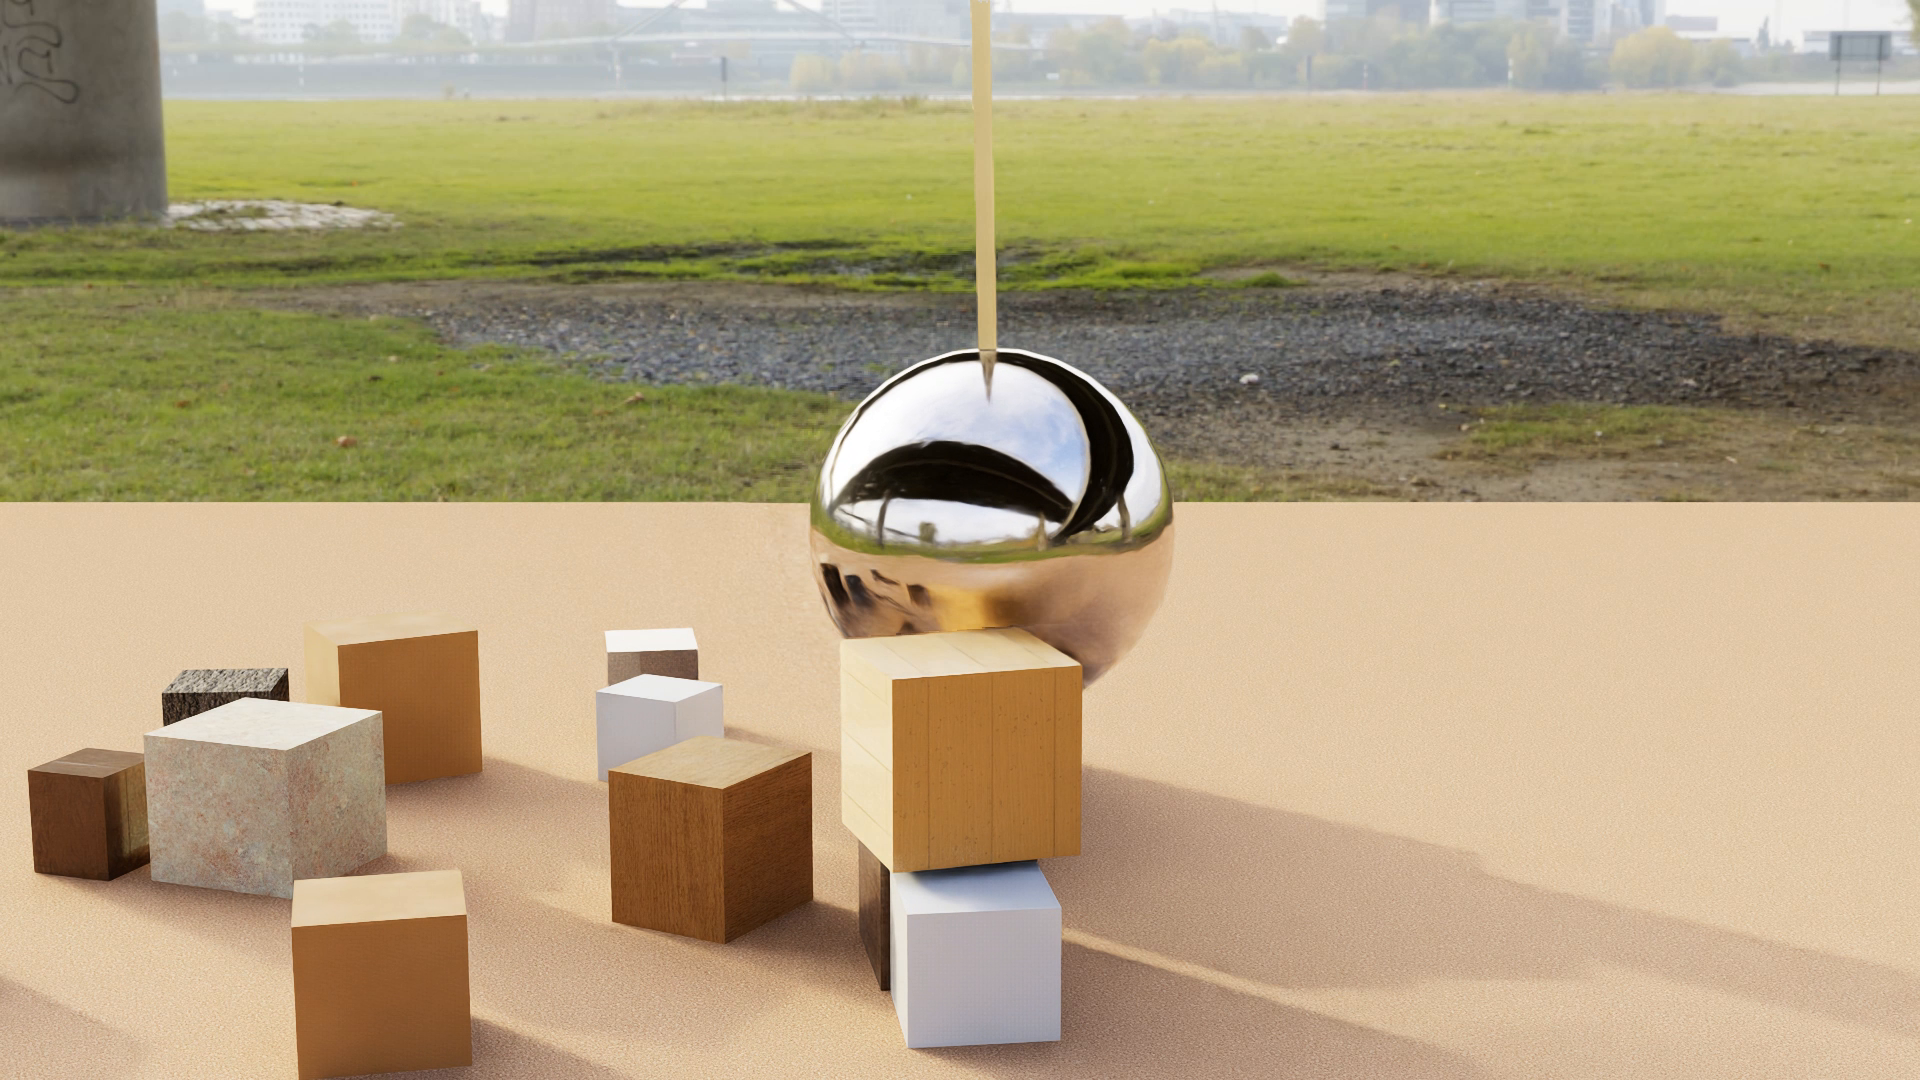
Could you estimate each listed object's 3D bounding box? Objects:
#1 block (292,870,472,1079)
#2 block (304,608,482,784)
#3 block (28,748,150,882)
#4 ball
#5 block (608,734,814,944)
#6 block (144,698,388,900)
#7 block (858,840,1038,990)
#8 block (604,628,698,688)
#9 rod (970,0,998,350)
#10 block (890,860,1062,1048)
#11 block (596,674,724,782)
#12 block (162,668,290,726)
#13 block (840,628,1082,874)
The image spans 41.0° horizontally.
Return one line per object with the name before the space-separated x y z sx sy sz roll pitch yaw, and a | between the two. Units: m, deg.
block | -2.104 1.571 9.338 0.604 0.567 0.540 -2 11 -13
block | -2.897 0.800 13.100 0.715 0.738 0.627 -6 12 -29
block | -3.867 1.226 11.506 0.397 0.472 0.409 4 11 19
ball | 0.137 -0.038 11.173 1.600 1.600 1.600 0 10 0
block | -1.046 1.252 10.846 0.575 0.657 0.663 6 12 29
block | -3.089 1.138 11.457 0.742 0.662 0.725 4 11 20
block | -0.060 1.401 10.292 0.614 0.561 0.713 -2 10 -9
block | -1.661 0.786 13.824 0.475 0.508 0.527 -2 10 -9
rod | 0.059 -3.382 10.565 0.080 5.200 0.080 -1 10 0
block | 0.051 1.546 9.634 0.567 0.510 0.574 -1 10 -8
block | -1.511 0.969 12.949 0.478 0.460 0.427 5 12 27
block | -3.633 0.962 12.748 0.519 0.546 0.498 -1 10 -5
block | -0.004 0.799 9.961 0.751 0.743 0.703 -3 11 -18
